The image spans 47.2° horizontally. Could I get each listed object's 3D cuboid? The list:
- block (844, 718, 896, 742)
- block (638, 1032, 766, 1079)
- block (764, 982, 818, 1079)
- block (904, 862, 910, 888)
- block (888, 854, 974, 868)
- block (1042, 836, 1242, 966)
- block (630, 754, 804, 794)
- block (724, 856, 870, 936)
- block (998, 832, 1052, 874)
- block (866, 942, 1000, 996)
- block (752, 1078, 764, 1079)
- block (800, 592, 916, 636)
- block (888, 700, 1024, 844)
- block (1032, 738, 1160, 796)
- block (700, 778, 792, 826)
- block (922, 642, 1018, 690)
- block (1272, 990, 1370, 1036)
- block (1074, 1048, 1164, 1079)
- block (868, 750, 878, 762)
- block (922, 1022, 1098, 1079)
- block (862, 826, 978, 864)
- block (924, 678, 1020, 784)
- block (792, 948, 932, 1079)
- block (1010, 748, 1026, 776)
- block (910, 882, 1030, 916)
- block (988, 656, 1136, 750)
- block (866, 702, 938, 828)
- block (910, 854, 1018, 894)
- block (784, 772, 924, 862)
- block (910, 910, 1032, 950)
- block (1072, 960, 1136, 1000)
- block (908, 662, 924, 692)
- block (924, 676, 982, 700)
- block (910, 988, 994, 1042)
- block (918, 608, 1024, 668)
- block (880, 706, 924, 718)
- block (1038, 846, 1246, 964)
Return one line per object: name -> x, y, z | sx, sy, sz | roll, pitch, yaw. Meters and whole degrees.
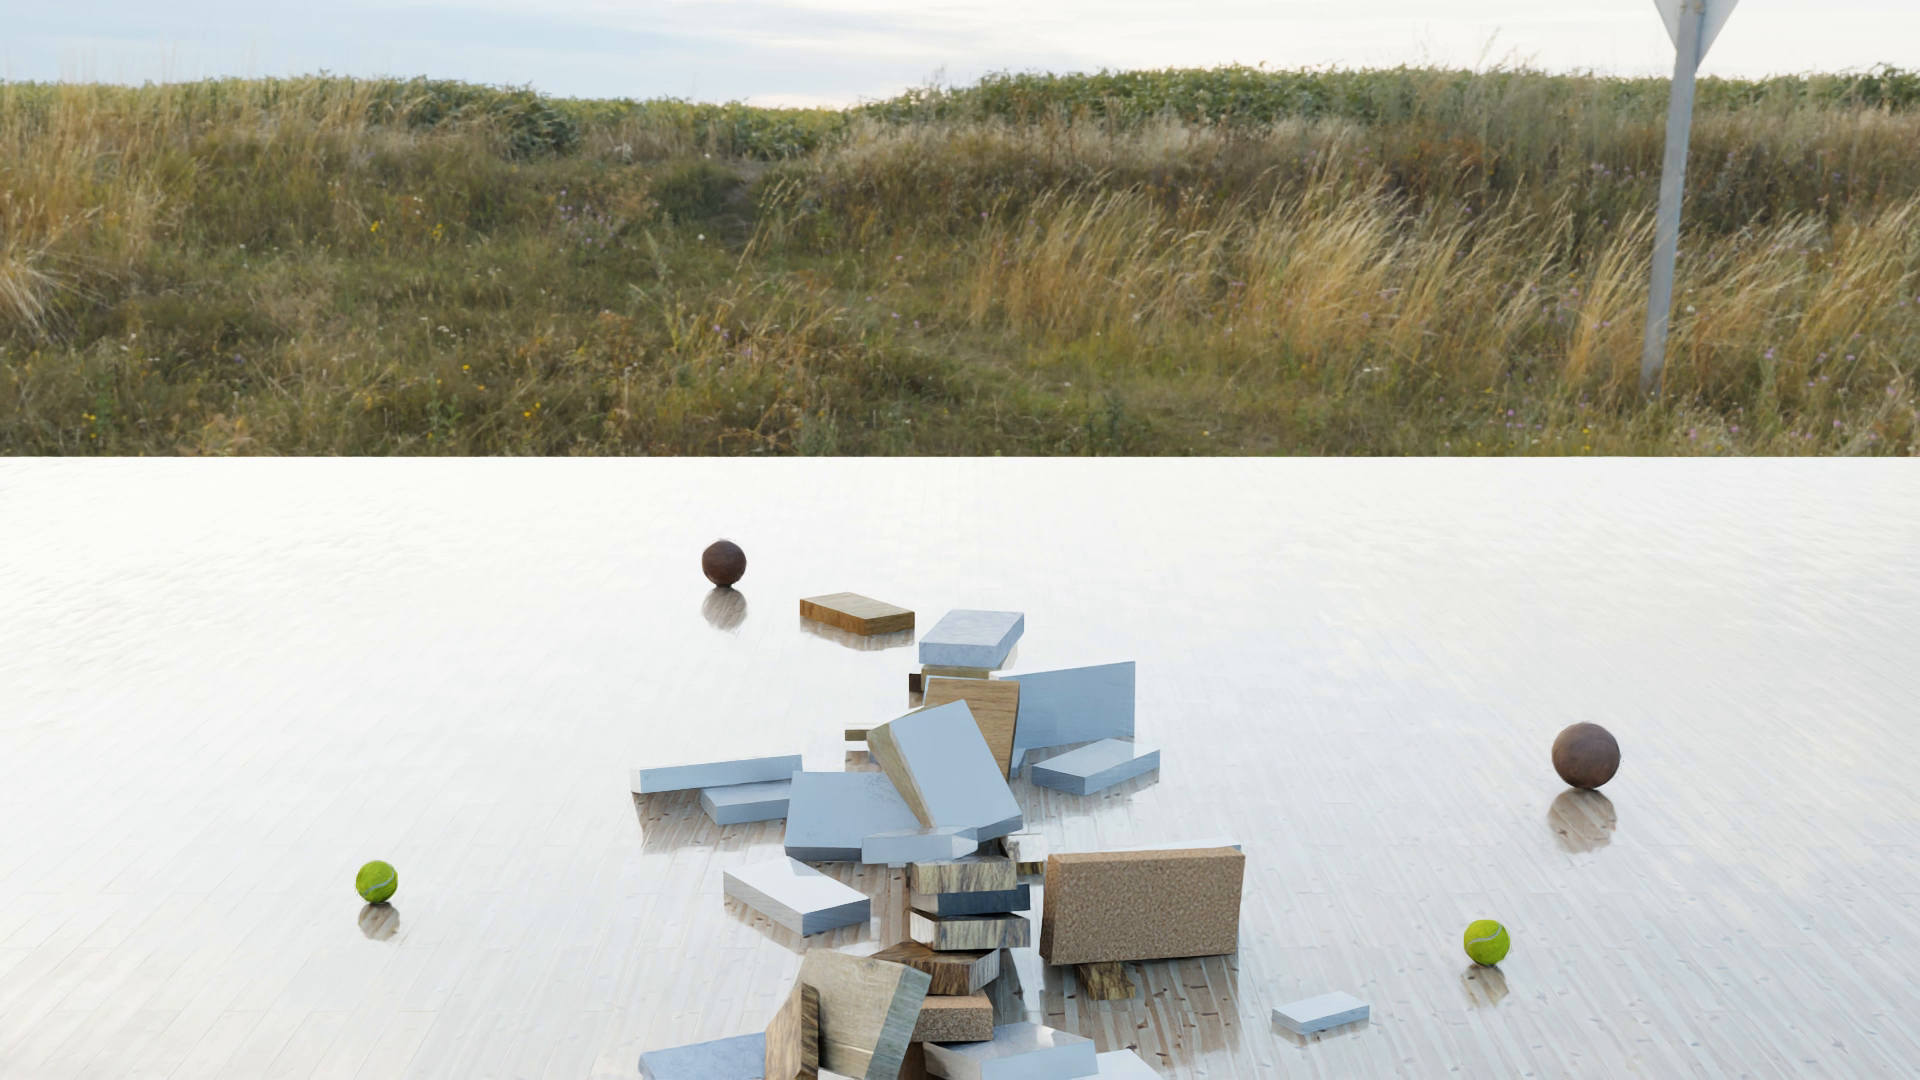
block -> -0.147, 0.391, 4.544 | 0.179, 0.025, 0.090 | 0, 11, -1
block -> -0.322, 0.701, 2.899 | 0.183, 0.026, 0.091 | -3, 29, -32
block -> -0.220, 0.669, 2.872 | 0.026, 0.091, 0.183 | 29, 20, -17
block -> -0.050, 0.550, 3.623 | 0.078, 0.022, 0.156 | -4, -16, -3
block -> -0.048, 0.542, 3.711 | 0.078, 0.022, 0.156 | -6, -11, 30
block -> 0.283, 0.558, 3.411 | 0.315, 0.158, 0.045 | -4, 11, -20
block -> -0.468, 0.445, 4.209 | 0.309, 0.044, 0.154 | -4, -4, -16
block -> -0.270, 0.582, 3.612 | 0.128, 0.036, 0.256 | -7, 13, -34
block -> 0.116, 0.547, 3.840 | 0.078, 0.022, 0.156 | -1, 11, -8
block -> -0.038, 0.618, 3.178 | 0.149, 0.042, 0.299 | 2, -6, 9
block -> -0.211, 0.750, 2.440 | 0.168, 0.048, 0.431 | 1, 22, 13
block -> -0.269, 0.190, 5.704 | 0.154, 0.044, 0.309 | -8, 13, -36
block -> -0.009, 0.406, 3.806 | 0.141, 0.040, 0.283 | -16, 45, -13
block -> 0.270, 0.446, 4.344 | 0.128, 0.036, 0.256 | 8, 13, 38
block -> -0.348, 0.486, 4.129 | 0.256, 0.036, 0.128 | -4, 11, -20
block -> 0.025, 0.277, 4.978 | 0.175, 0.049, 0.349 | 1, 11, 8
block -> 0.517, 0.677, 3.152 | 0.127, 0.018, 0.063 | -6, 12, -31
block -> 0.298, 0.773, 2.571 | 0.148, 0.042, 0.771 | -4, 11, -21
block -> -0.133, 0.423, 4.504 | 0.081, 0.023, 0.163 | 1, 11, 7
block -> 0.060, 0.670, 2.855 | 0.148, 0.042, 0.297 | -7, -6, -16
block -> -0.061, 0.489, 3.534 | 0.141, 0.040, 0.298 | -4, -5, 8
block -> 0.010, 0.385, 4.088 | 0.175, 0.049, 0.391 | 2, 29, 5
block -> -0.147, 0.624, 2.884 | 0.042, 0.149, 0.299 | 27, -17, -23
block -> 0.089, 0.444, 4.403 | 0.070, 0.020, 0.140 | 2, 11, 8
block -> 0.013, 0.563, 3.482 | 0.143, 0.040, 0.285 | -2, -6, -10
block -> 0.213, 0.341, 4.570 | 0.322, 0.161, 0.046 | -5, 12, -26
block -> -0.037, 0.414, 3.857 | 0.141, 0.040, 0.283 | -22, 47, -19
block -> 0.002, 0.509, 3.351 | 0.143, 0.040, 0.285 | -2, -6, -4
block -> -0.142, 0.486, 3.860 | 0.315, 0.045, 0.157 | 1, 49, 4
block -> 0.012, 0.589, 3.334 | 0.143, 0.040, 0.285 | 0, -6, -8
block -> 0.214, 0.653, 3.282 | 0.063, 0.018, 0.127 | -2, 11, -10
block -> -0.016, 0.297, 5.124 | 0.154, 0.044, 0.309 | 2, 11, 9
block -> 0.004, 0.381, 4.294 | 0.161, 0.046, 0.322 | 4, 32, 1
block -> -0.037, 0.648, 3.016 | 0.149, 0.042, 0.299 | 0, -6, -2
block -> 0.030, 0.221, 5.008 | 0.175, 0.049, 0.349 | 2, 11, 12
block -> -0.099, 0.384, 4.725 | 0.140, 0.020, 0.070 | -10, 15, -44
block -> 0.279, 0.555, 3.349 | 0.315, 0.158, 0.045 | 1, 9, -23
